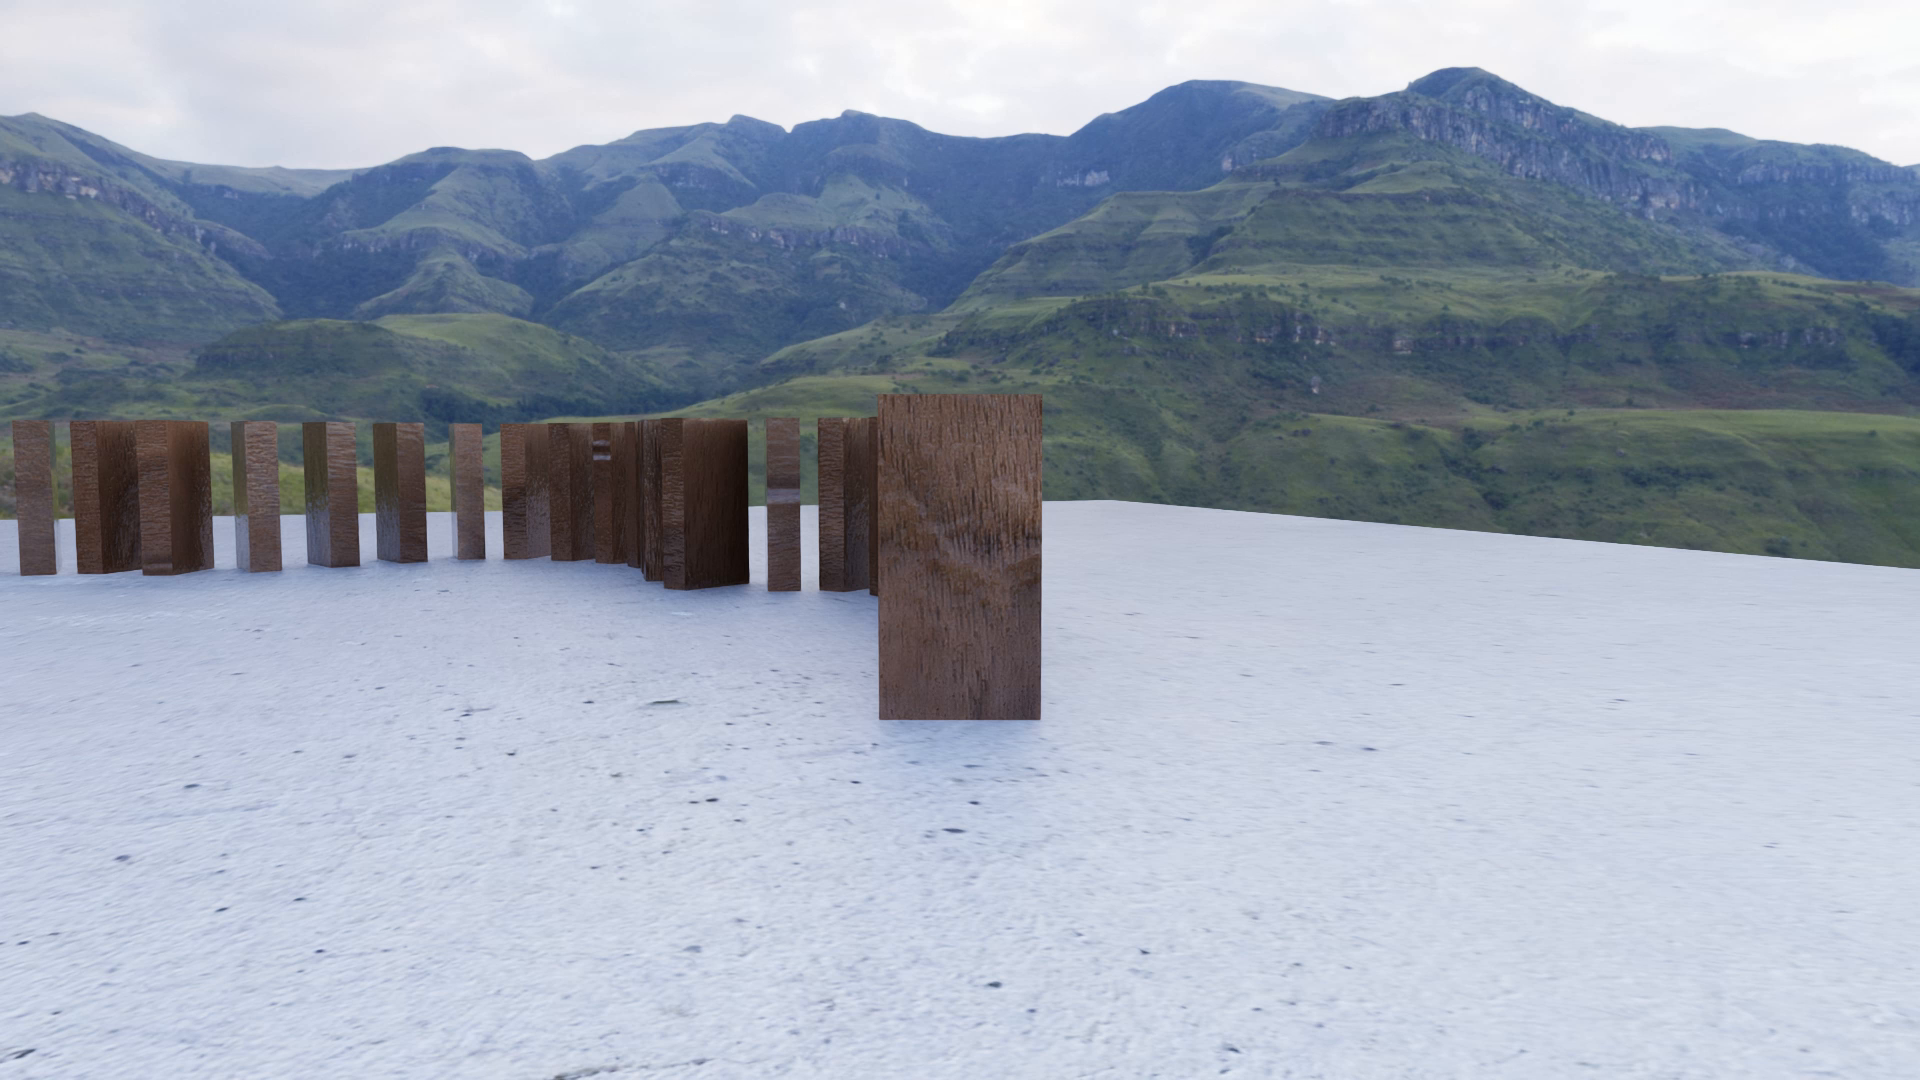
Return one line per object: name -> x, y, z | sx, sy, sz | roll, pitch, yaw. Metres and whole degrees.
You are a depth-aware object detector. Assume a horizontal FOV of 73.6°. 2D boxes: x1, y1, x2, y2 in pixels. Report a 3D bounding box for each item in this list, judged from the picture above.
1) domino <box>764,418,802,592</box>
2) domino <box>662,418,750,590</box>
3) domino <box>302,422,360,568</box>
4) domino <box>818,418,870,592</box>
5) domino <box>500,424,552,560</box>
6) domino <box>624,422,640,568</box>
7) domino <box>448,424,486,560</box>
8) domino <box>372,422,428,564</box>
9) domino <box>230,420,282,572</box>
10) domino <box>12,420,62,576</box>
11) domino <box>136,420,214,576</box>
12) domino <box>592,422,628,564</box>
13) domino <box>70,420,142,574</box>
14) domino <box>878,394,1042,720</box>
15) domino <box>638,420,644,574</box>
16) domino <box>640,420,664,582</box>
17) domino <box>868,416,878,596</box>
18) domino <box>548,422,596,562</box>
domino -> -0.053, -0.011, 0.381 | 0.009, 0.050, 0.025 | -1, 4, -10
domino -> -0.076, -0.011, 0.383 | 0.010, 0.050, 0.025 | 3, 5, 38
domino -> -0.221, -0.016, 0.451 | 0.010, 0.050, 0.025 | -4, 6, -44
domino -> -0.030, -0.011, 0.379 | 0.009, 0.050, 0.025 | 3, 5, 35
domino -> -0.162, -0.019, 0.484 | 0.009, 0.050, 0.025 | 1, 4, 11
domino -> -0.103, -0.016, 0.448 | 0.025, 0.050, 0.010 | -3, 5, -35
domino -> -0.185, -0.019, 0.481 | 0.010, 0.050, 0.025 | -2, 5, -26
domino -> -0.204, -0.017, 0.467 | 0.010, 0.050, 0.025 | -4, 6, -42
domino -> -0.239, -0.015, 0.435 | 0.010, 0.050, 0.025 | -3, 5, -38
domino -> -0.305, -0.014, 0.424 | 0.009, 0.050, 0.025 | -3, 5, -31
domino -> -0.260, -0.014, 0.425 | 0.010, 0.050, 0.025 | 0, 4, -2
domino -> -0.119, -0.017, 0.465 | 0.010, 0.050, 0.025 | 3, 5, 36
domino -> -0.283, -0.015, 0.431 | 0.009, 0.050, 0.025 | 1, 4, 9
domino -> 0.000, 0.002, 0.201 | 0.025, 0.050, 0.009 | 0, 4, 0
domino -> -0.093, -0.014, 0.426 | 0.025, 0.050, 0.009 | -1, 4, -17
domino -> -0.087, -0.013, 0.404 | 0.025, 0.050, 0.010 | -1, 5, -18
domino -> -0.013, -0.010, 0.363 | 0.025, 0.050, 0.009 | -3, 5, -36
domino -> -0.140, -0.018, 0.476 | 0.009, 0.050, 0.025 | 2, 5, 24
